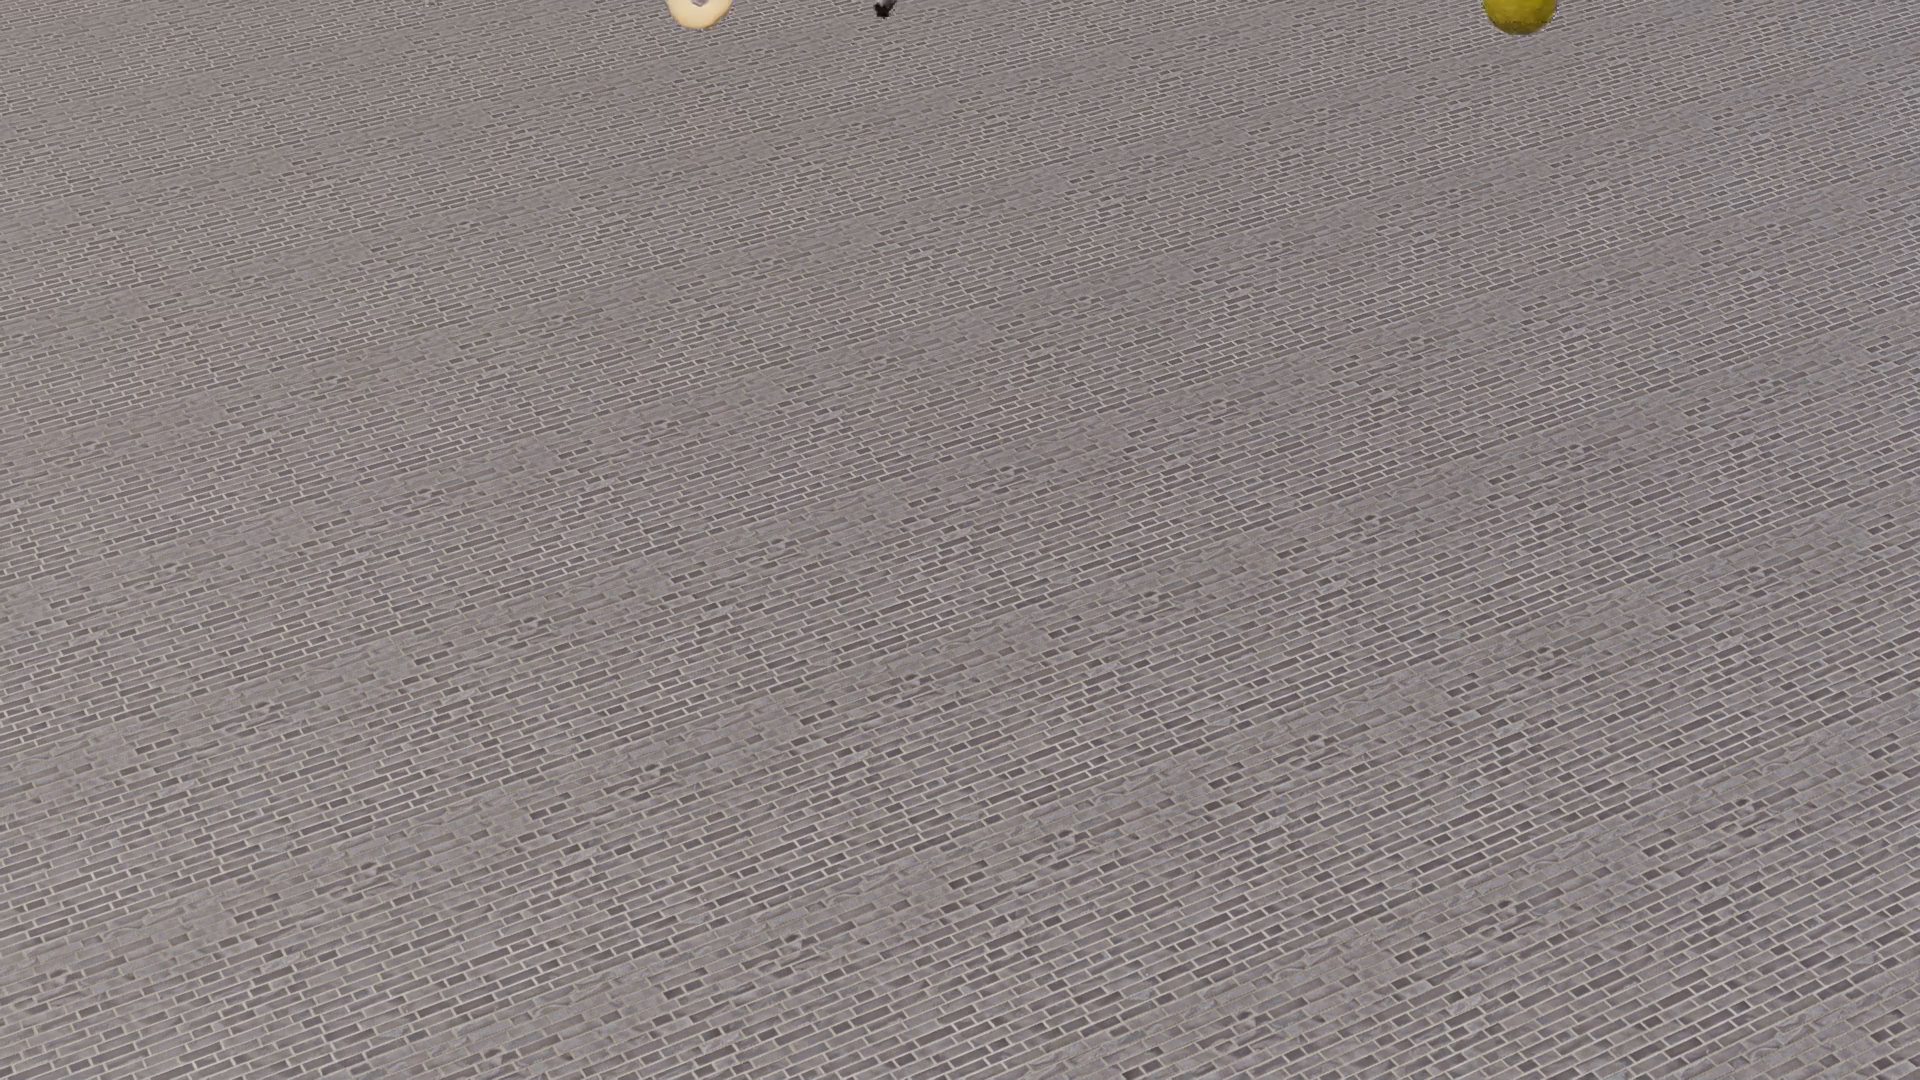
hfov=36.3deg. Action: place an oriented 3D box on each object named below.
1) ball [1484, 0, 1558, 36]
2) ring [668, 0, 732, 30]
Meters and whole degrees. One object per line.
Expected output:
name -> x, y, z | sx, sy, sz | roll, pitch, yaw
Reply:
ball -> 1.706, -1.649, 8.922 | 0.225, 0.225, 0.225 | 0, 33, 0
ring -> -0.796, -1.676, 9.007 | 0.227, 0.216, 0.032 | -31, -11, 15
